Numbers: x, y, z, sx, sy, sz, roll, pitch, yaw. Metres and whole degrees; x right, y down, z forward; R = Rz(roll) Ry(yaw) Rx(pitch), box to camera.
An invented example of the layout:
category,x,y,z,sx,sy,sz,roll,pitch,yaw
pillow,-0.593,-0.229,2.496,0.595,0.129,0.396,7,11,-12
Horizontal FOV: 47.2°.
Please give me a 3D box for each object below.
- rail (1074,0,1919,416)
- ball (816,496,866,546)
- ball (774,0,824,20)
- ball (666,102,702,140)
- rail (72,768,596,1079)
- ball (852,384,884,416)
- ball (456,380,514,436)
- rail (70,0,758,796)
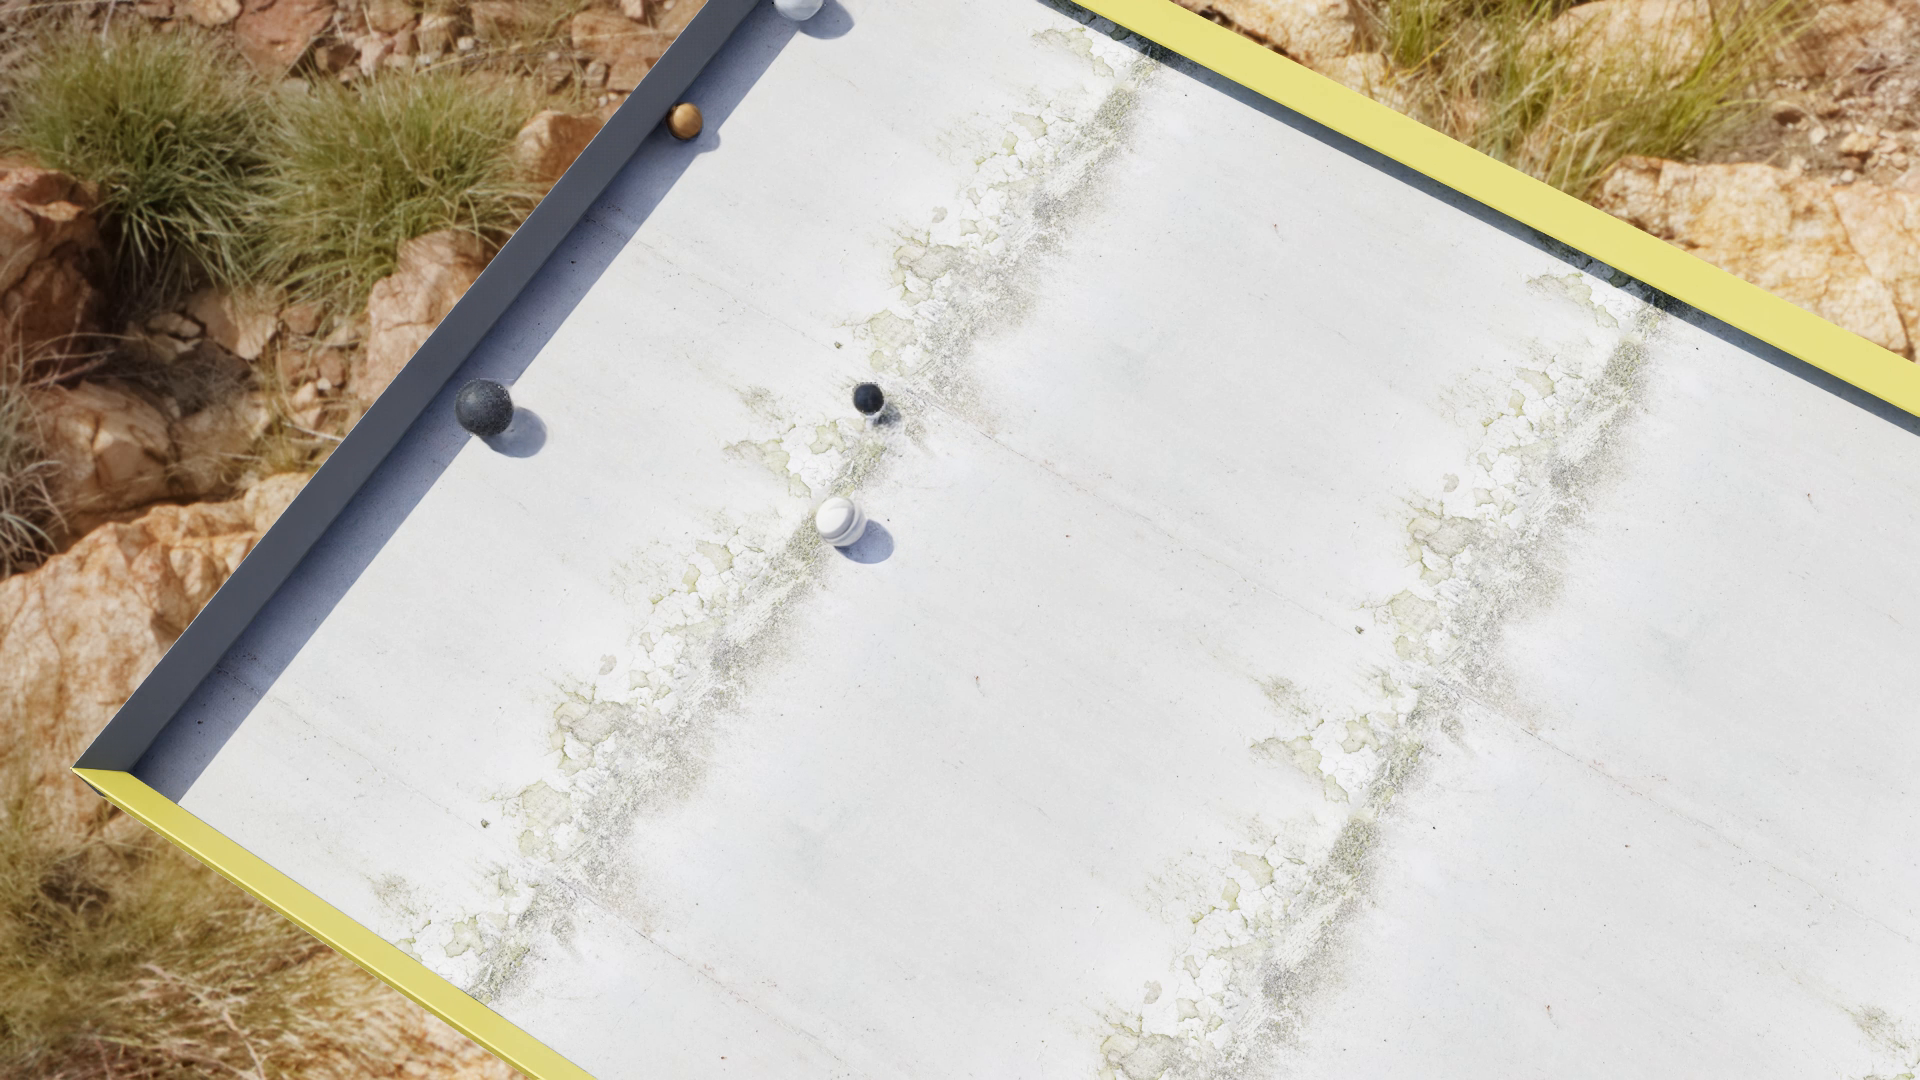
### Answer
category,x,y,z,sx,sy,sz,roll,pitch,yaw
rail,1.327,-0.373,3.707,3.672,0.123,0.045,29,68,13
ball,-0.193,-0.030,3.572,0.082,0.082,0.082,0,65,0
ball,-0.295,-0.997,4.014,0.094,0.094,0.094,0,65,0
ball,-0.492,-0.745,3.914,0.064,0.064,0.064,0,65,0
rail,0.234,1.228,2.965,3.672,0.123,0.045,29,68,13
ball,-0.154,-0.236,3.683,0.053,0.053,0.053,0,65,0
ball,-0.789,-0.219,3.653,0.095,0.095,0.095,0,65,0
rail,-0.760,-0.438,3.737,0.045,0.123,2.123,29,68,13
